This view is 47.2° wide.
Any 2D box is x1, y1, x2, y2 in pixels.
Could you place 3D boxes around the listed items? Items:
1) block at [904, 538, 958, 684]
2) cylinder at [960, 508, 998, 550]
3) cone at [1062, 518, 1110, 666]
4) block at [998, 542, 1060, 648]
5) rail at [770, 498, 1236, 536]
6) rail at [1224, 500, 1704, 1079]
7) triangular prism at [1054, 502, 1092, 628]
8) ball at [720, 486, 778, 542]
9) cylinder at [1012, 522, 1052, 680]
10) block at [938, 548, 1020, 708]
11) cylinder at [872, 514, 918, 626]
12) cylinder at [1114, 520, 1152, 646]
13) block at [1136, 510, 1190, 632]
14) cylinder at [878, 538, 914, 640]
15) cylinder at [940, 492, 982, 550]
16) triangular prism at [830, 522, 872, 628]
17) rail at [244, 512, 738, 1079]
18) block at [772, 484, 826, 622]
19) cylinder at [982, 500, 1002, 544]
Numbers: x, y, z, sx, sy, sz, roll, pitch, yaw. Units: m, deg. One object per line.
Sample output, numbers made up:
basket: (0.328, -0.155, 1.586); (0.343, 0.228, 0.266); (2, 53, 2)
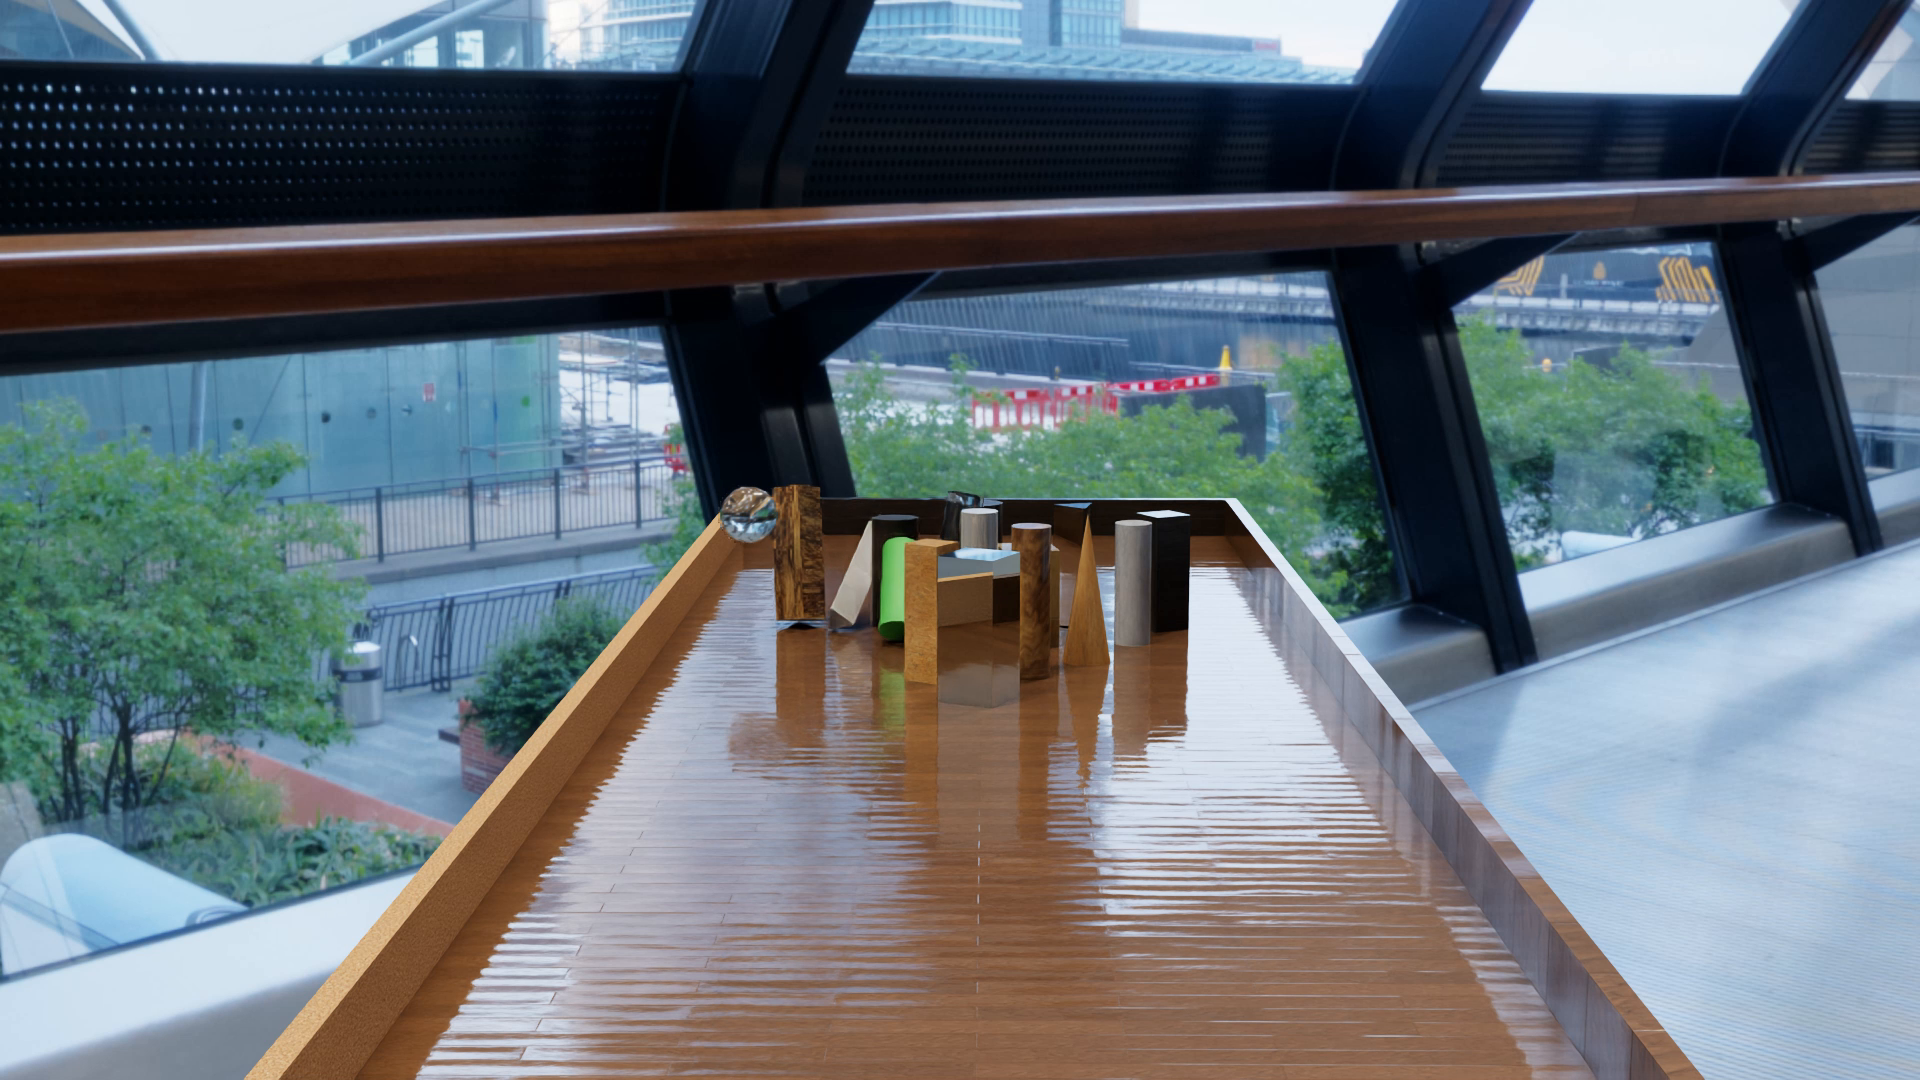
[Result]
block: (-0.082, 0.207, 6.412); (0.114, 0.404, 0.114); (6, 11, 34)
cylinder: (0.058, 0.139, 6.661); (0.113, 0.460, 0.113); (0, 9, 0)
cone: (0.385, 0.143, 6.651); (0.145, 0.456, 0.145); (0, 9, 0)
block: (0.211, 0.173, 6.940); (0.173, 0.306, 0.173); (-1, 9, -9)
rail: (0.099, -0.098, 9.147); (2.100, 0.150, 0.050); (0, 9, 1)
rail: (1.046, 0.843, 3.208); (0.050, 0.150, 12.000); (0, 9, 1)
triangular prism: (0.392, 0.083, 7.197); (0.130, 0.403, 0.113); (8, 12, 43)
ball: (-0.685, -0.083, 7.138); (0.184, 0.184, 0.184); (0, 9, 0)
cylinder: (0.208, 0.180, 6.442); (0.116, 0.448, 0.116); (0, 9, 0)
block: (0.054, 0.243, 6.153); (0.171, 0.413, 0.171); (5, 10, 27)
cylinder: (-0.214, 0.101, 7.234); (0.155, 0.351, 0.155); (0, 7, 0)
cylinder: (0.544, 0.135, 6.929); (0.115, 0.384, 0.115); (0, 9, 0)
block: (0.660, 0.101, 7.168); (0.127, 0.376, 0.127); (-5, 10, -28)
cylinder: (-0.189, 0.155, 7.018); (0.128, 0.308, 0.128); (1, -32, 1)
cylinder: (-0.023, 0.080, 7.003); (0.113, 0.458, 0.113); (10, -4, 1)
triangular prism: (-0.345, 0.109, 7.289); (0.093, 0.081, 0.452); (-10, 36, 26)
rail: (-1.004, 0.839, 3.234); (0.050, 0.150, 12.000); (0, 9, 1)
block: (-0.532, 0.045, 7.242); (0.115, 0.438, 0.115); (-7, -7, 35)
cylinder: (0.065, 0.080, 7.206); (0.149, 0.407, 0.149); (0, 9, 0)
